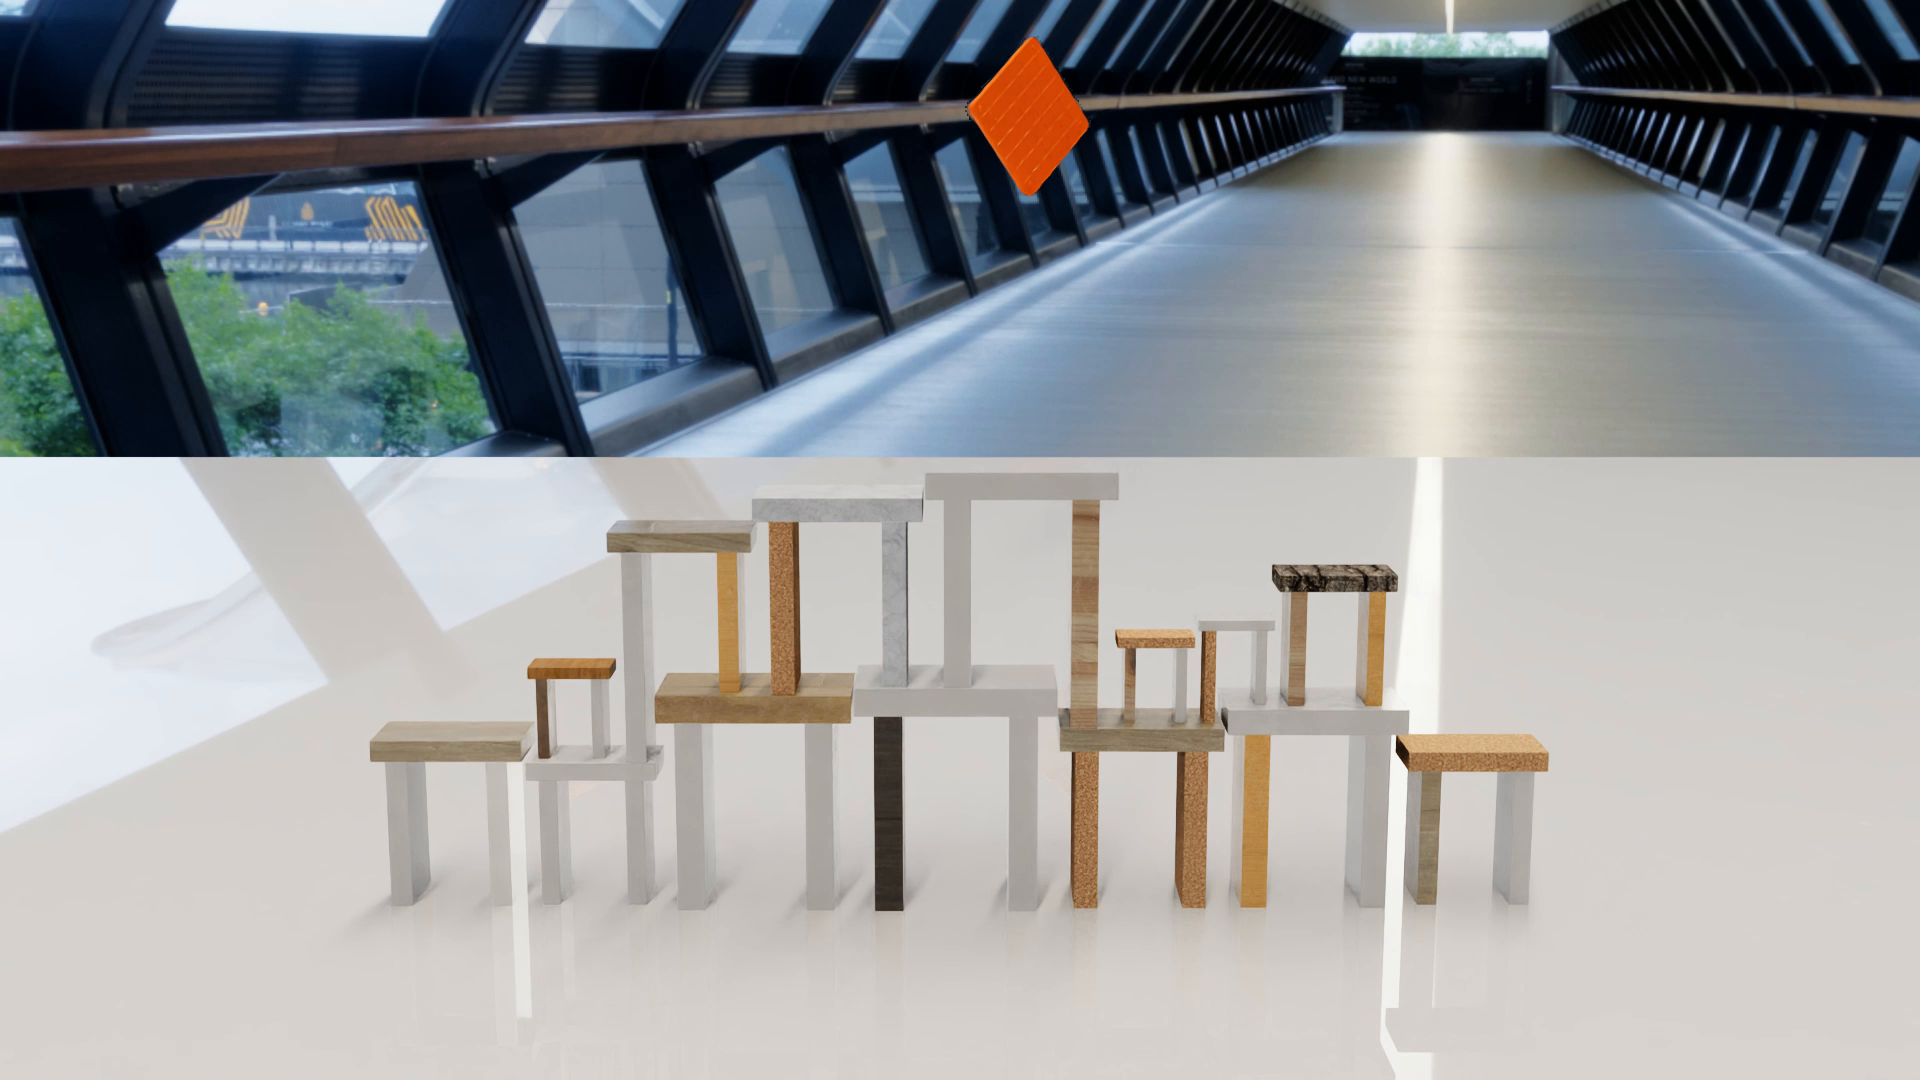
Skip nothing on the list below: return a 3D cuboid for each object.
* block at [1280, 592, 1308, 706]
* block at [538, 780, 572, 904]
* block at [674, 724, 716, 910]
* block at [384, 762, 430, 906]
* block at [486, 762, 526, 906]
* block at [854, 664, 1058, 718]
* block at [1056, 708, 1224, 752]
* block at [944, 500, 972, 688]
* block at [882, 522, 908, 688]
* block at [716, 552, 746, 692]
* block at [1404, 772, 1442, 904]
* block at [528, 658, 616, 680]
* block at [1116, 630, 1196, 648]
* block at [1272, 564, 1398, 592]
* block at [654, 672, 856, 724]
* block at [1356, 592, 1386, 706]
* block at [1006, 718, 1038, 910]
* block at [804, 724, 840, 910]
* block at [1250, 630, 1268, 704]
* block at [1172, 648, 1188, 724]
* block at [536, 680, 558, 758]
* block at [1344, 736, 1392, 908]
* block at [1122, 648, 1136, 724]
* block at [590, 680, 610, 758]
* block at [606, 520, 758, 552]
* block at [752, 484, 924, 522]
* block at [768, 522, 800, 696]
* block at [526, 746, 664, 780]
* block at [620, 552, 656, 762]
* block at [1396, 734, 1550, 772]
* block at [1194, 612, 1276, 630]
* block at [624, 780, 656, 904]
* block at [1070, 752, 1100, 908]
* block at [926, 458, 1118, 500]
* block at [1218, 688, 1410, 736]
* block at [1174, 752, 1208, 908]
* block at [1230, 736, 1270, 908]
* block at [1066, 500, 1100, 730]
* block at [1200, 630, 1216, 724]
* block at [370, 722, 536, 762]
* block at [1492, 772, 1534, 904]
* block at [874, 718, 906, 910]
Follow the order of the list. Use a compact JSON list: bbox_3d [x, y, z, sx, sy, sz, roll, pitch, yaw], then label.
[{"bbox_3d":[0.545,0.168,3.594,0.027,0.189,0.095,0,11,0],"label":"block"},{"bbox_3d":[-0.671,0.486,3.650,0.030,0.212,0.106,0,11,0],"label":"block"},{"bbox_3d":[-0.438,0.435,3.639,0.045,0.315,0.158,0,11,0],"label":"block"},{"bbox_3d":[-0.916,0.469,3.649,0.035,0.245,0.122,0,11,0],"label":"block"},{"bbox_3d":[-0.752,0.469,3.649,0.035,0.245,0.122,0,11,0],"label":"block"},{"bbox_3d":[-0.007,0.246,3.604,0.327,0.046,0.163,0,11,0],"label":"block"},{"bbox_3d":[0.294,0.311,3.613,0.266,0.038,0.133,0,11,0],"label":"block"},{"bbox_3d":[-0.004,0.073,3.574,0.043,0.305,0.153,0,11,0],"label":"block"},{"bbox_3d":[-0.105,0.092,3.572,0.038,0.269,0.135,0,11,0],"label":"block"},{"bbox_3d":[-0.372,0.123,3.587,0.033,0.230,0.115,0,11,0],"label":"block"},{"bbox_3d":[0.767,0.478,3.652,0.032,0.227,0.113,0,11,0],"label":"block"},{"bbox_3d":[-0.636,0.211,3.603,0.134,0.019,0.067,0,11,0],"label":"block"},{"bbox_3d":[0.318,0.161,3.586,0.125,0.018,0.063,0,11,0],"label":"block"},{"bbox_3d":[0.608,0.062,3.574,0.189,0.027,0.095,0,11,0],"label":"block"},{"bbox_3d":[-0.333,0.259,3.606,0.315,0.045,0.158,0,11,0],"label":"block"},{"bbox_3d":[0.671,0.168,3.594,0.027,0.189,0.095,0,11,0],"label":"block"},{"bbox_3d":[0.102,0.430,3.638,0.046,0.327,0.163,0,11,0],"label":"block"},{"bbox_3d":[-0.228,0.435,3.639,0.045,0.315,0.158,0,11,0],"label":"block"},{"bbox_3d":[0.488,0.202,3.593,0.017,0.123,0.062,0,11,0],"label":"block"},{"bbox_3d":[0.359,0.231,3.599,0.018,0.125,0.063,0,11,0],"label":"block"},{"bbox_3d":[-0.680,0.286,3.617,0.019,0.134,0.067,0,11,0],"label":"block"},{"bbox_3d":[0.676,0.445,3.648,0.041,0.293,0.146,0,11,0],"label":"block"},{"bbox_3d":[0.276,0.231,3.599,0.018,0.125,0.063,0,11,0],"label":"block"},{"bbox_3d":[-0.591,0.286,3.617,0.019,0.134,0.067,0,11,0],"label":"block"},{"bbox_3d":[-0.449,-0.006,3.563,0.229,0.033,0.115,0,11,0],"label":"block"},{"bbox_3d":[-0.194,-0.059,3.545,0.269,0.038,0.135,0,11,0],"label":"block"},{"bbox_3d":[-0.284,0.098,3.574,0.038,0.282,0.135,0,11,0],"label":"block"},{"bbox_3d":[-0.601,0.367,3.628,0.212,0.030,0.106,0,11,0],"label":"block"},{"bbox_3d":[-0.525,0.181,3.598,0.033,0.348,0.115,0,11,0],"label":"block"},{"bbox_3d":[0.843,0.351,3.628,0.227,0.032,0.113,0,11,0],"label":"block"},{"bbox_3d":[0.447,0.133,3.580,0.123,0.017,0.062,0,11,0],"label":"block"},{"bbox_3d":[-0.530,0.486,3.650,0.030,0.212,0.106,0,11,0],"label":"block"},{"bbox_3d":[0.206,0.460,3.641,0.038,0.266,0.133,0,11,0],"label":"block"},{"bbox_3d":[0.098,-0.098,3.543,0.305,0.043,0.153,0,11,0],"label":"block"},{"bbox_3d":[0.578,0.281,3.617,0.293,0.041,0.146,0,11,0],"label":"block"},{"bbox_3d":[0.383,0.460,3.641,0.038,0.266,0.133,0,11,0],"label":"block"},{"bbox_3d":[0.481,0.445,3.648,0.041,0.293,0.146,0,11,0],"label":"block"},{"bbox_3d":[0.199,0.107,3.581,0.043,0.375,0.153,0,11,0],"label":"block"},{"bbox_3d":[0.406,0.217,3.595,0.017,0.154,0.062,0,11,0],"label":"block"},{"bbox_3d":[-0.834,0.332,3.624,0.245,0.035,0.122,0,11,0],"label":"block"},{"bbox_3d":[0.919,0.478,3.652,0.032,0.227,0.113,0,11,0],"label":"block"},{"bbox_3d":[-0.116,0.430,3.638,0.046,0.327,0.163,0,11,0],"label":"block"}]
